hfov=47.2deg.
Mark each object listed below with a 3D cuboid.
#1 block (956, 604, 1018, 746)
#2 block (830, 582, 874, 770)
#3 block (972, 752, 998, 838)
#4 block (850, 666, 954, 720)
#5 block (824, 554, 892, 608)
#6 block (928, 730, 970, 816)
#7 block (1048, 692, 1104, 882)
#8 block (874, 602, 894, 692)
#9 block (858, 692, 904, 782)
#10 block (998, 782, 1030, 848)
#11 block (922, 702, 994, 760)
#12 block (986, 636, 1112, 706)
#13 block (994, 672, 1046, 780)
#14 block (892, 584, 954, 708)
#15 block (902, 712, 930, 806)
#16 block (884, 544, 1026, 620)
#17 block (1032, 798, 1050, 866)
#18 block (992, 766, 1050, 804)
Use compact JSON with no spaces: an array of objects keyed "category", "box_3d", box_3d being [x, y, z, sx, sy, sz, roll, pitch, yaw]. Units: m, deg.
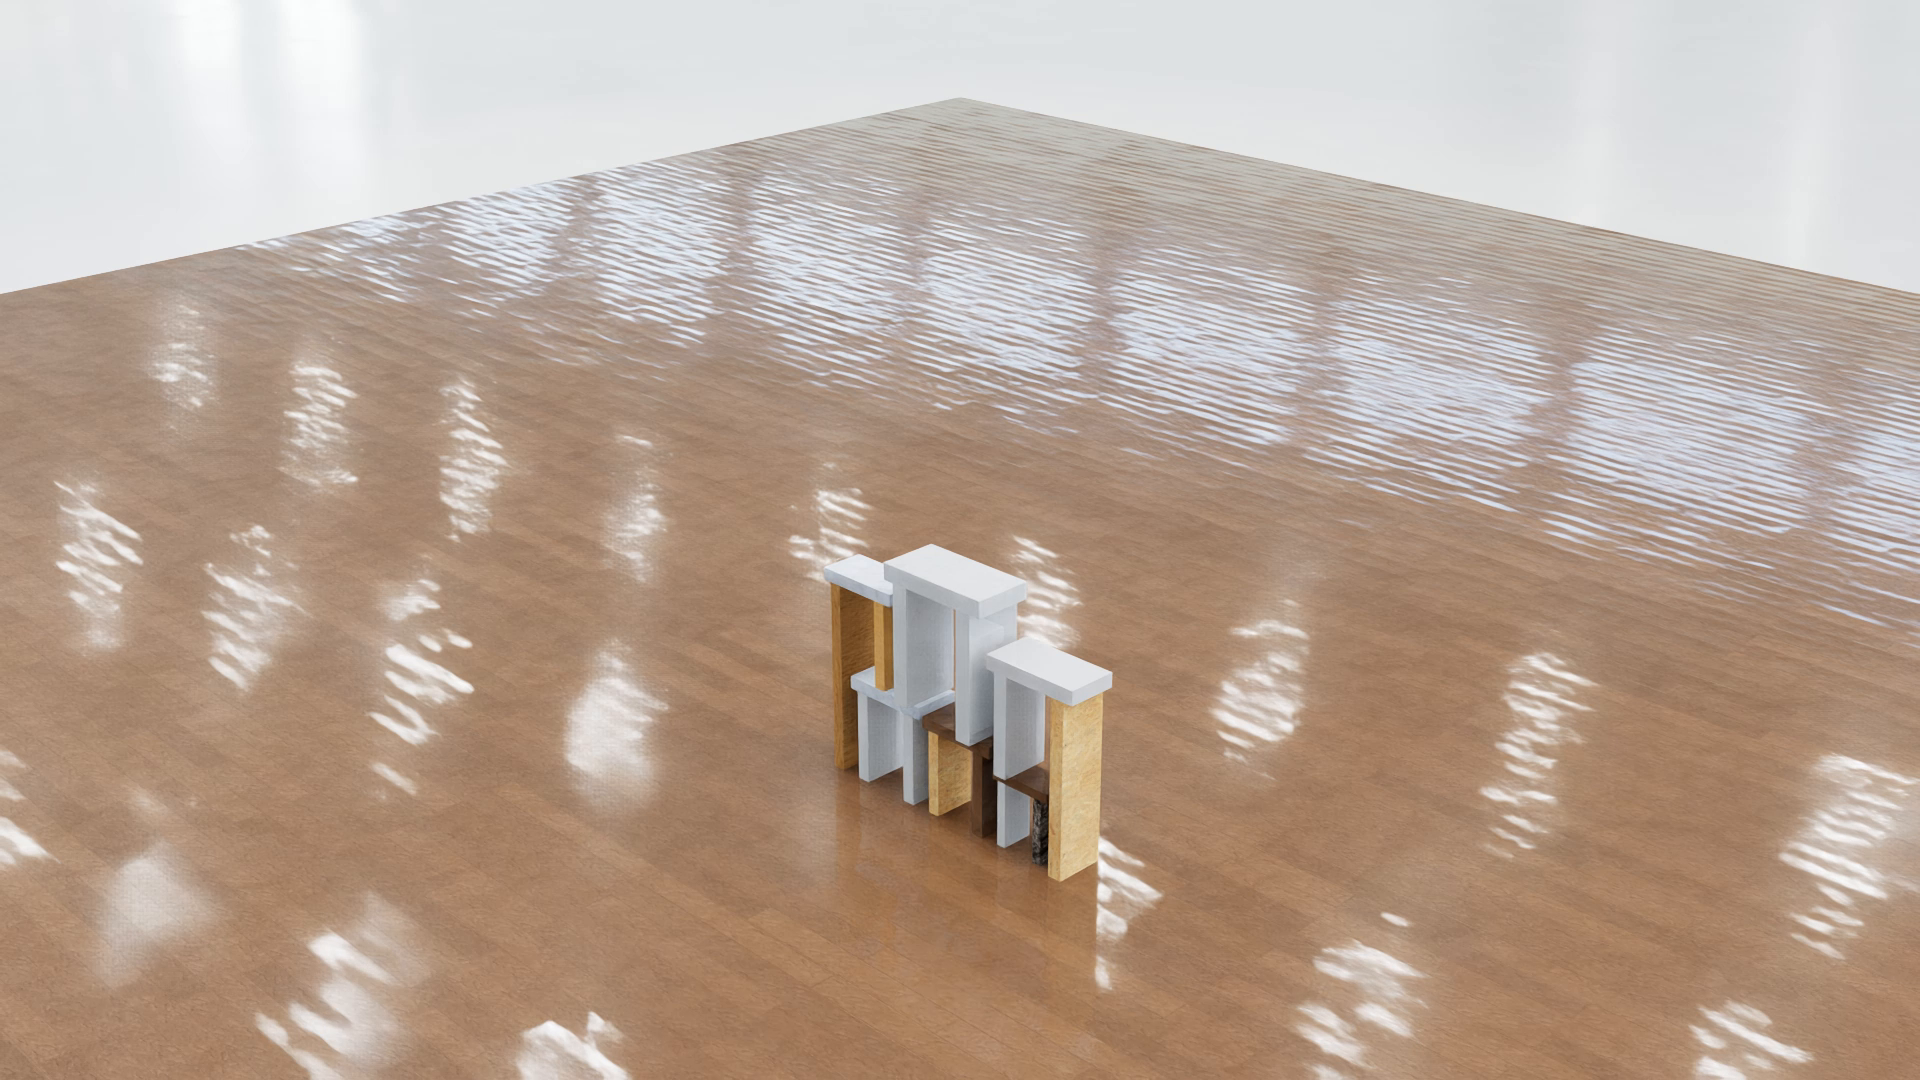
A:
[{"category":"block","box_3d":[0.051,0.249,4.273,0.131,0.280,0.037,-21,31,-41]},{"category":"block","box_3d":[-0.219,0.271,4.579,0.027,0.424,0.097,21,31,41]},{"category":"block","box_3d":[0.067,0.491,4.366,0.093,0.185,0.026,-21,31,-41]},{"category":"block","box_3d":[-0.117,0.306,4.487,0.101,0.029,0.202,-21,31,-41]},{"category":"block","box_3d":[-0.174,0.081,4.449,0.194,0.027,0.097,21,31,41]},{"category":"block","box_3d":[-0.020,0.457,4.446,0.026,0.185,0.093,21,31,41]},{"category":"block","box_3d":[0.220,0.459,4.187,0.031,0.385,0.111,21,31,41]},{"category":"block","box_3d":[-0.128,0.201,4.450,0.097,0.193,0.027,-21,31,-41]},{"category":"block","box_3d":[-0.165,0.393,4.576,0.029,0.202,0.101,21,31,41]},{"category":"block","box_3d":[0.106,0.528,4.332,0.020,0.143,0.072,21,31,41]},{"category":"block","box_3d":[0.023,0.377,4.365,0.185,0.026,0.093,21,31,41]},{"category":"block","box_3d":[0.168,0.247,4.154,0.221,0.031,0.111,21,31,41]},{"category":"block","box_3d":[0.115,0.343,4.251,0.111,0.221,0.031,-21,31,-41]},{"category":"block","box_3d":[-0.073,0.192,4.383,0.037,0.262,0.131,21,31,41]},{"category":"block","box_3d":[-0.070,0.430,4.488,0.029,0.202,0.101,21,31,41]},{"category":"block","box_3d":[-0.011,0.079,4.268,0.262,0.037,0.131,21,31,40]},{"category":"block","box_3d":[0.173,0.555,4.270,0.020,0.143,0.072,21,31,41]},{"category":"block","box_3d":[0.140,0.466,4.269,0.143,0.020,0.072,21,31,41]}]
